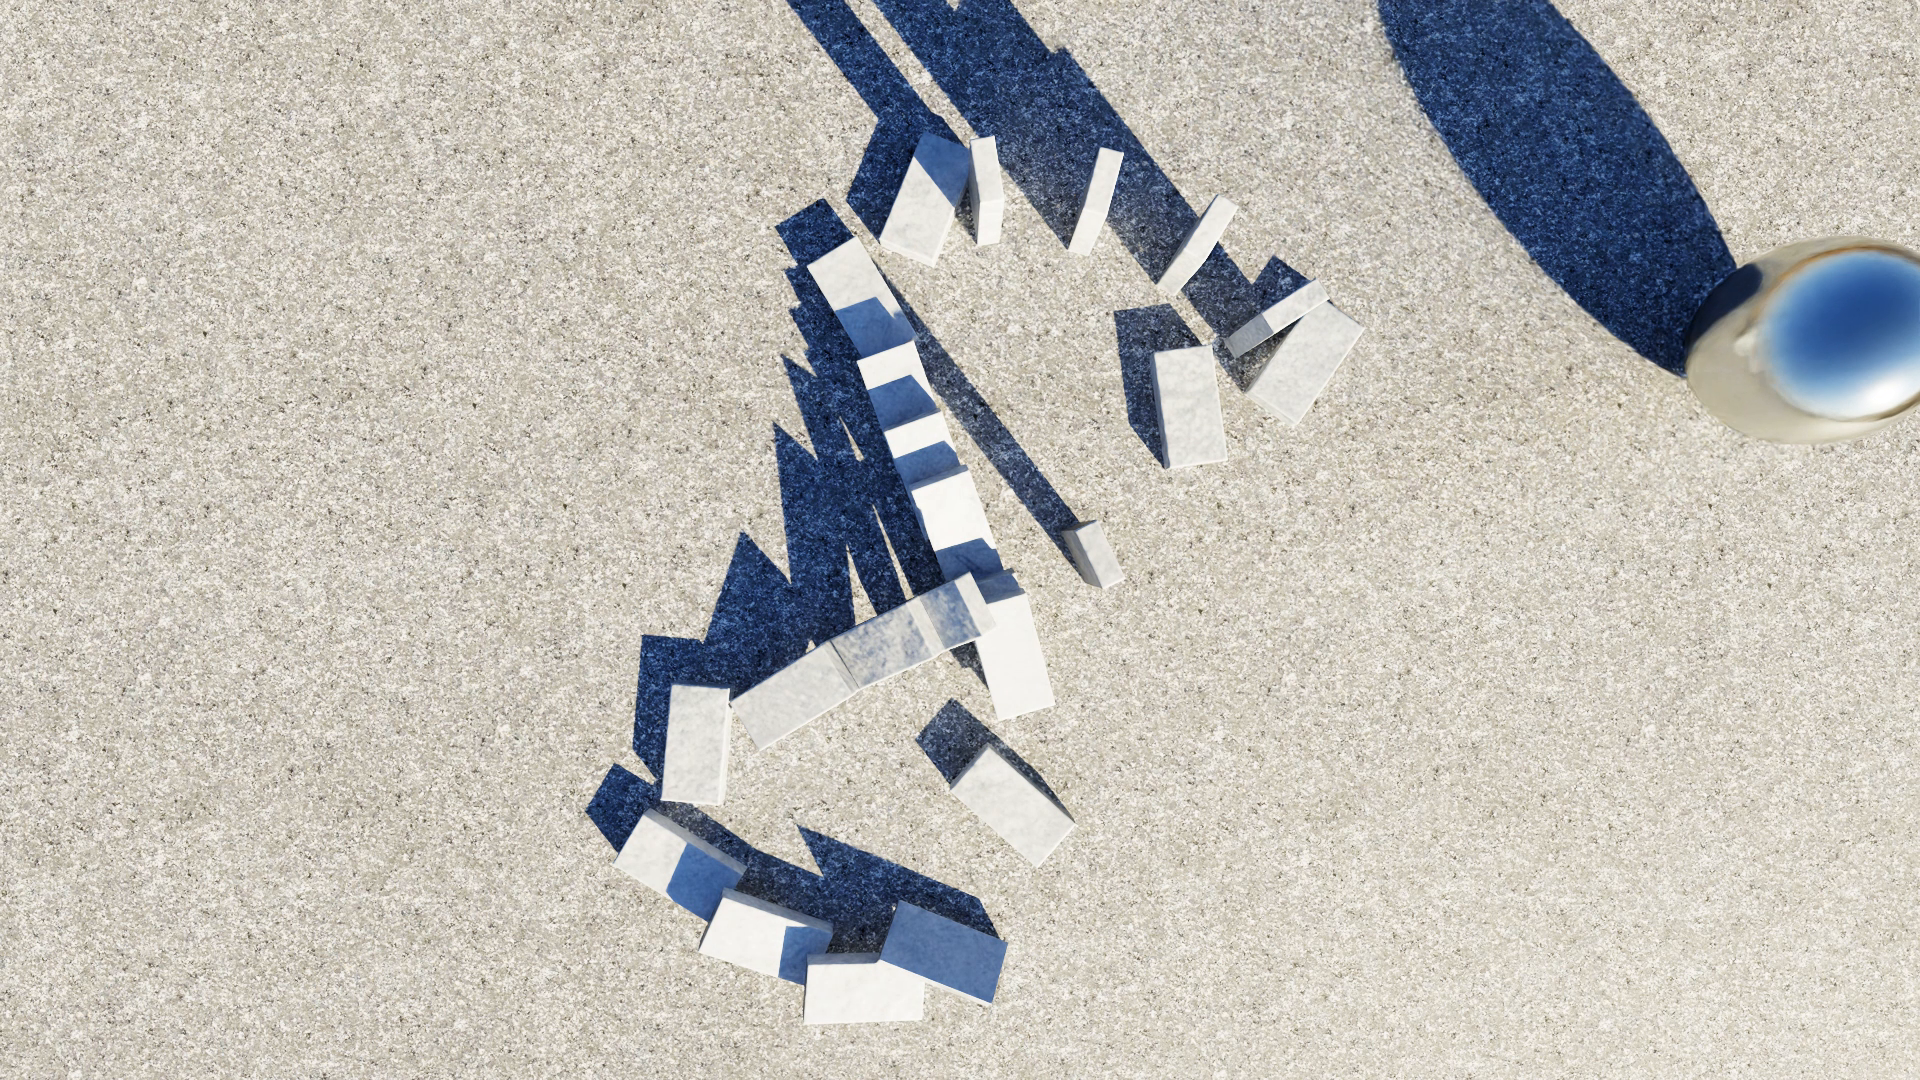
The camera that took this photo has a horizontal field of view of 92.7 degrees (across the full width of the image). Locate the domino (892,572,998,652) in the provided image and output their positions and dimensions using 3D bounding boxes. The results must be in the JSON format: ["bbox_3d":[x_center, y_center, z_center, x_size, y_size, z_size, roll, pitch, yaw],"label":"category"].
[{"bbox_3d":[-0.009,0.033,0.379,0.010,0.050,0.025,-27,90,-44],"label":"domino"}]

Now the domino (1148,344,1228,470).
[{"bbox_3d":[0.098,-0.057,0.395,0.025,0.010,0.050,-8,90,0],"label":"domino"}]

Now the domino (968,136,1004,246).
[{"bbox_3d":[0.010,-0.142,0.375,0.009,0.050,0.025,-9,90,0],"label":"domino"}]

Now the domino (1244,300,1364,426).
[{"bbox_3d":[0.148,-0.077,0.395,0.025,0.010,0.050,35,90,0],"label":"domino"}]

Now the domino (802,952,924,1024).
[{"bbox_3d":[-0.041,0.190,0.390,0.050,0.010,0.025,4,91,-12],"label":"domino"}]

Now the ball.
[{"bbox_3d":[0.335,-0.077,0.360,0.080,0.080,0.080,0,90,0],"label":"ball"}]

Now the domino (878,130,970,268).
[{"bbox_3d":[-0.014,-0.147,0.395,0.025,0.009,0.050,22,90,0],"label":"domino"}]

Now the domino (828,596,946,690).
[{"bbox_3d":[-0.033,0.045,0.383,0.050,0.009,0.025,-27,90,31],"label":"domino"}]

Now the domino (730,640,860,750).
[{"bbox_3d":[-0.071,0.066,0.389,0.050,0.010,0.025,-32,90,14],"label":"domino"}]

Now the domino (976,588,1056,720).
[{"bbox_3d":[0.021,0.048,0.382,0.025,0.010,0.050,-16,101,-1],"label":"domino"}]

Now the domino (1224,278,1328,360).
[{"bbox_3d":[0.128,-0.090,0.375,0.025,0.050,0.010,-33,90,0],"label":"domino"}]

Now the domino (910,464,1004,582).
[{"bbox_3d":[-0.001,-0.004,0.386,0.025,0.010,0.050,-20,112,0],"label":"domino"}]

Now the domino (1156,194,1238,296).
[{"bbox_3d":[0.096,-0.119,0.375,0.010,0.050,0.025,32,90,0],"label":"domino"}]

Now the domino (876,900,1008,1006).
[{"bbox_3d":[-0.007,0.175,0.389,0.050,0.010,0.025,22,55,0],"label":"domino"}]

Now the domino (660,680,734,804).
[{"bbox_3d":[-0.113,0.087,0.395,0.025,0.009,0.050,5,90,0],"label":"domino"}]

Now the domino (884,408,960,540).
[{"bbox_3d":[-0.012,-0.028,0.388,0.025,0.010,0.050,-20,109,0],"label":"domino"}]

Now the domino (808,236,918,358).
[{"bbox_3d":[-0.042,-0.102,0.395,0.025,0.010,0.050,-31,90,0],"label":"domino"}]

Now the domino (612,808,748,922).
[{"bbox_3d":[-0.121,0.140,0.395,0.050,0.009,0.025,31,90,0],"label":"domino"}]

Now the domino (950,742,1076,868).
[{"bbox_3d":[0.023,0.114,0.395,0.050,0.010,0.025,41,90,0],"label":"domino"}]

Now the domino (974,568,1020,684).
[{"bbox_3d":[0.018,0.040,0.390,0.025,0.010,0.050,-17,101,-1],"label":"domino"}]

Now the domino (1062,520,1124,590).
[{"bbox_3d":[0.054,0.005,0.375,0.010,0.050,0.025,-26,90,0],"label":"domino"}]

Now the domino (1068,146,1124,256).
[{"bbox_3d":[0.055,-0.137,0.375,0.009,0.050,0.025,15,90,0],"label":"domino"}]

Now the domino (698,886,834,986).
[{"bbox_3d":[-0.082,0.169,0.390,0.050,0.010,0.025,24,90,-12],"label":"domino"}]

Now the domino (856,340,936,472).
[{"bbox_3d":[-0.023,-0.057,0.390,0.025,0.010,0.050,-20,102,0],"label":"domino"}]
